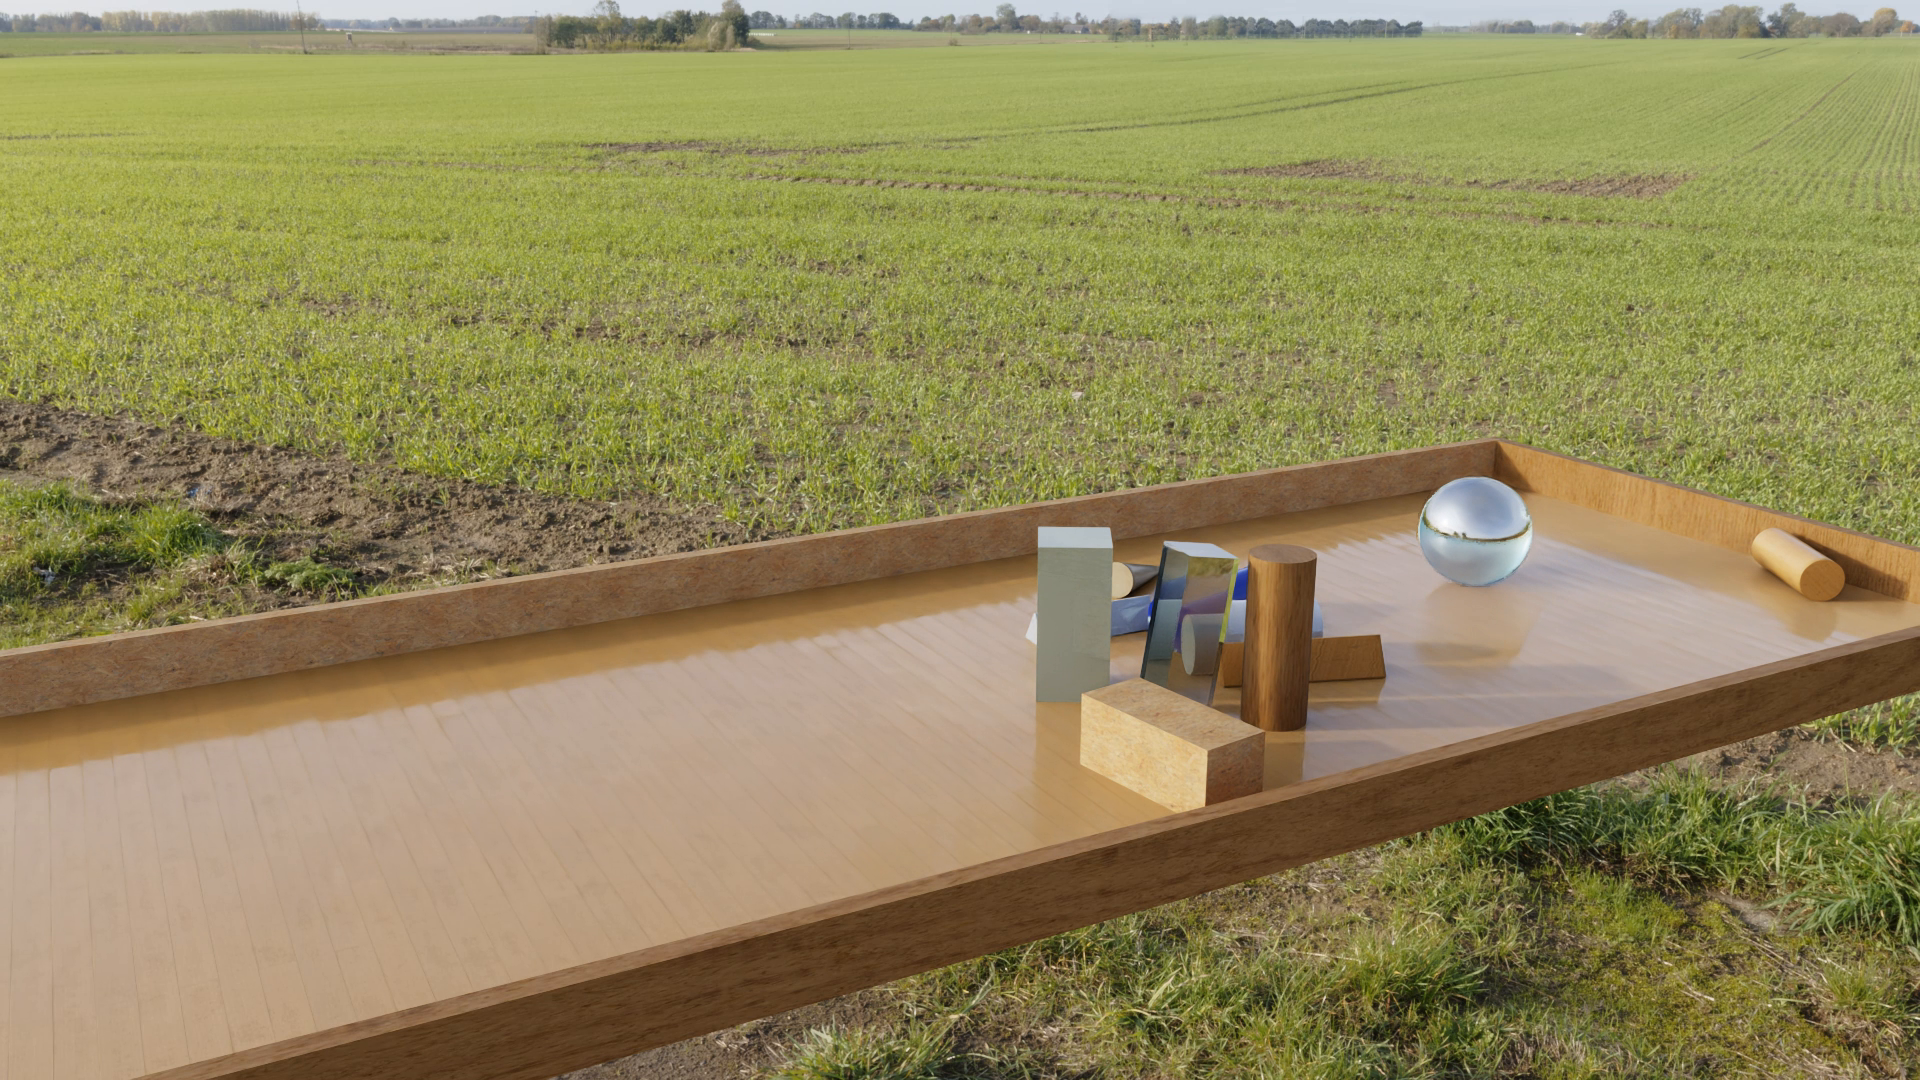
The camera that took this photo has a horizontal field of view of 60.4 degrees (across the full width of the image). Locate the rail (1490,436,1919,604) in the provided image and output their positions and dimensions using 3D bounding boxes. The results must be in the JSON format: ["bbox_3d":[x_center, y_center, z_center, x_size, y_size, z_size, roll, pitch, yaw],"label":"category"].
[{"bbox_3d":[2.466,-0.048,5.253,0.050,0.150,2.100,-9,18,-27],"label":"rail"}]

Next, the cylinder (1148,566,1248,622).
[{"bbox_3d":[0.697,0.173,4.533,0.401,0.130,0.130,-15,22,-41],"label":"cylinder"}]

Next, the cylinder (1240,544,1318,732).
[{"bbox_3d":[0.743,0.228,3.853,0.155,0.410,0.155,0,16,0],"label":"cylinder"}]

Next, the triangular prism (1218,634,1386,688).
[{"bbox_3d":[0.857,0.295,4.171,0.424,0.095,0.110,-3,16,-9],"label":"triangular prism"}]

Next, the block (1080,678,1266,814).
[{"bbox_3d":[0.450,0.446,3.538,0.168,0.168,0.387,-12,20,-35],"label":"block"}]

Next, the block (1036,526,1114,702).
[{"bbox_3d":[0.277,0.182,4.040,0.177,0.393,0.177,1,16,3],"label":"block"}]

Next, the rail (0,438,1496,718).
[{"bbox_3d":[-3.305,0.497,3.399,12.000,0.150,0.050,-9,18,-27],"label":"rail"}]

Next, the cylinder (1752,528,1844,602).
[{"bbox_3d":[2.482,0.070,4.892,0.126,0.126,0.337,1,16,3],"label":"cylinder"}]

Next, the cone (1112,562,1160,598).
[{"bbox_3d":[0.551,0.100,4.924,0.104,0.104,0.354,10,11,32],"label":"cone"}]

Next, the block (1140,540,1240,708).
[{"bbox_3d":[0.530,0.219,3.862,0.130,0.407,0.130,3,14,-22],"label":"block"}]

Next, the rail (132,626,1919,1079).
[{"bbox_3d":[-2.336,1.006,1.665,12.000,0.150,0.050,-9,18,-27],"label":"rail"}]

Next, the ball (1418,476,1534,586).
[{"bbox_3d":[1.521,-0.026,4.871,0.324,0.324,0.324,0,16,0],"label":"ball"}]

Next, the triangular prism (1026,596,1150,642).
[{"bbox_3d":[0.359,0.212,4.477,0.354,0.083,0.096,-8,18,-24],"label":"triangular prism"}]

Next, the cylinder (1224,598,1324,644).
[{"bbox_3d":[0.734,0.233,4.292,0.385,0.153,0.153,-2,16,-5],"label":"cylinder"}]
